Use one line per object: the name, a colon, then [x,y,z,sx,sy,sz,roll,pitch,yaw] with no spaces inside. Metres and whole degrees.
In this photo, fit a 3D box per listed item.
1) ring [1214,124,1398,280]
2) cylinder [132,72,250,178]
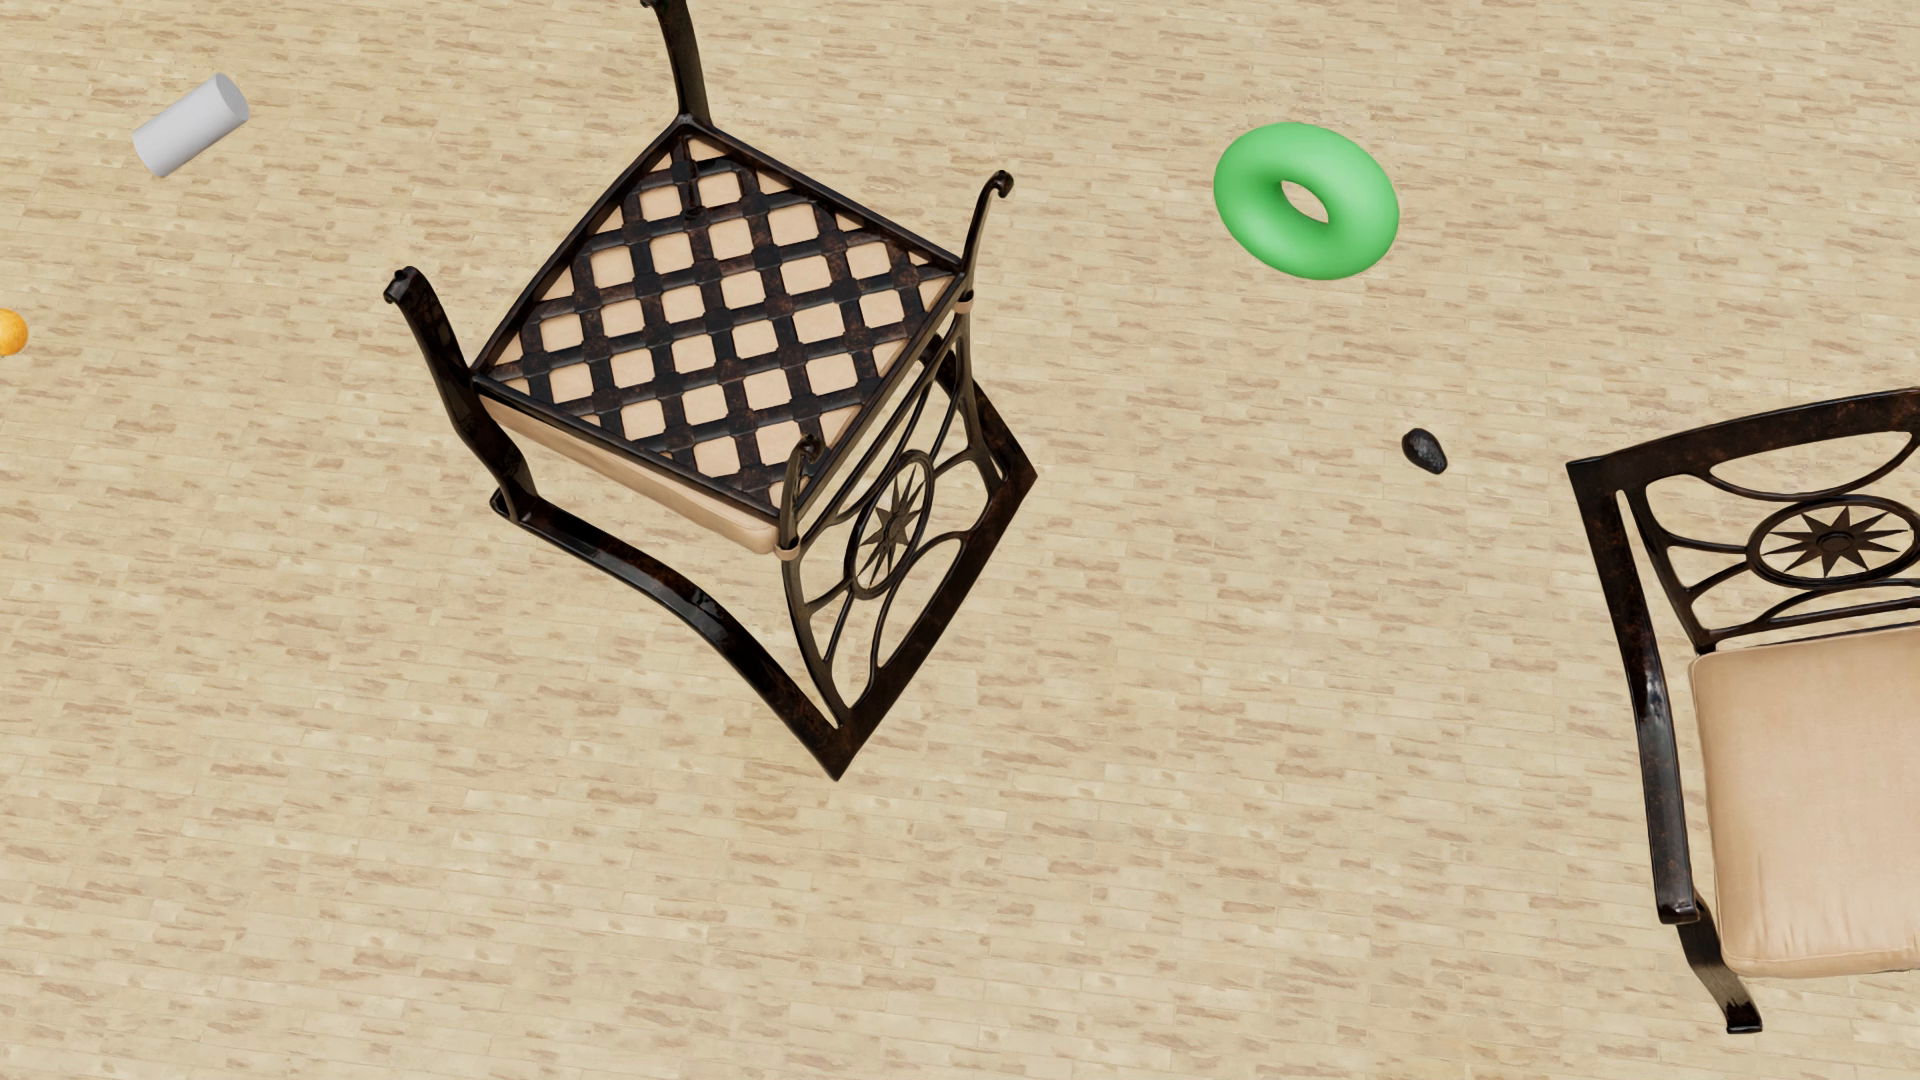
ring: [0.489,-0.480,3.117,0.282,0.220,0.109,26,45,26]
cylinder: [-1.525,-0.822,4.362,0.219,0.085,0.109,-29,83,15]
